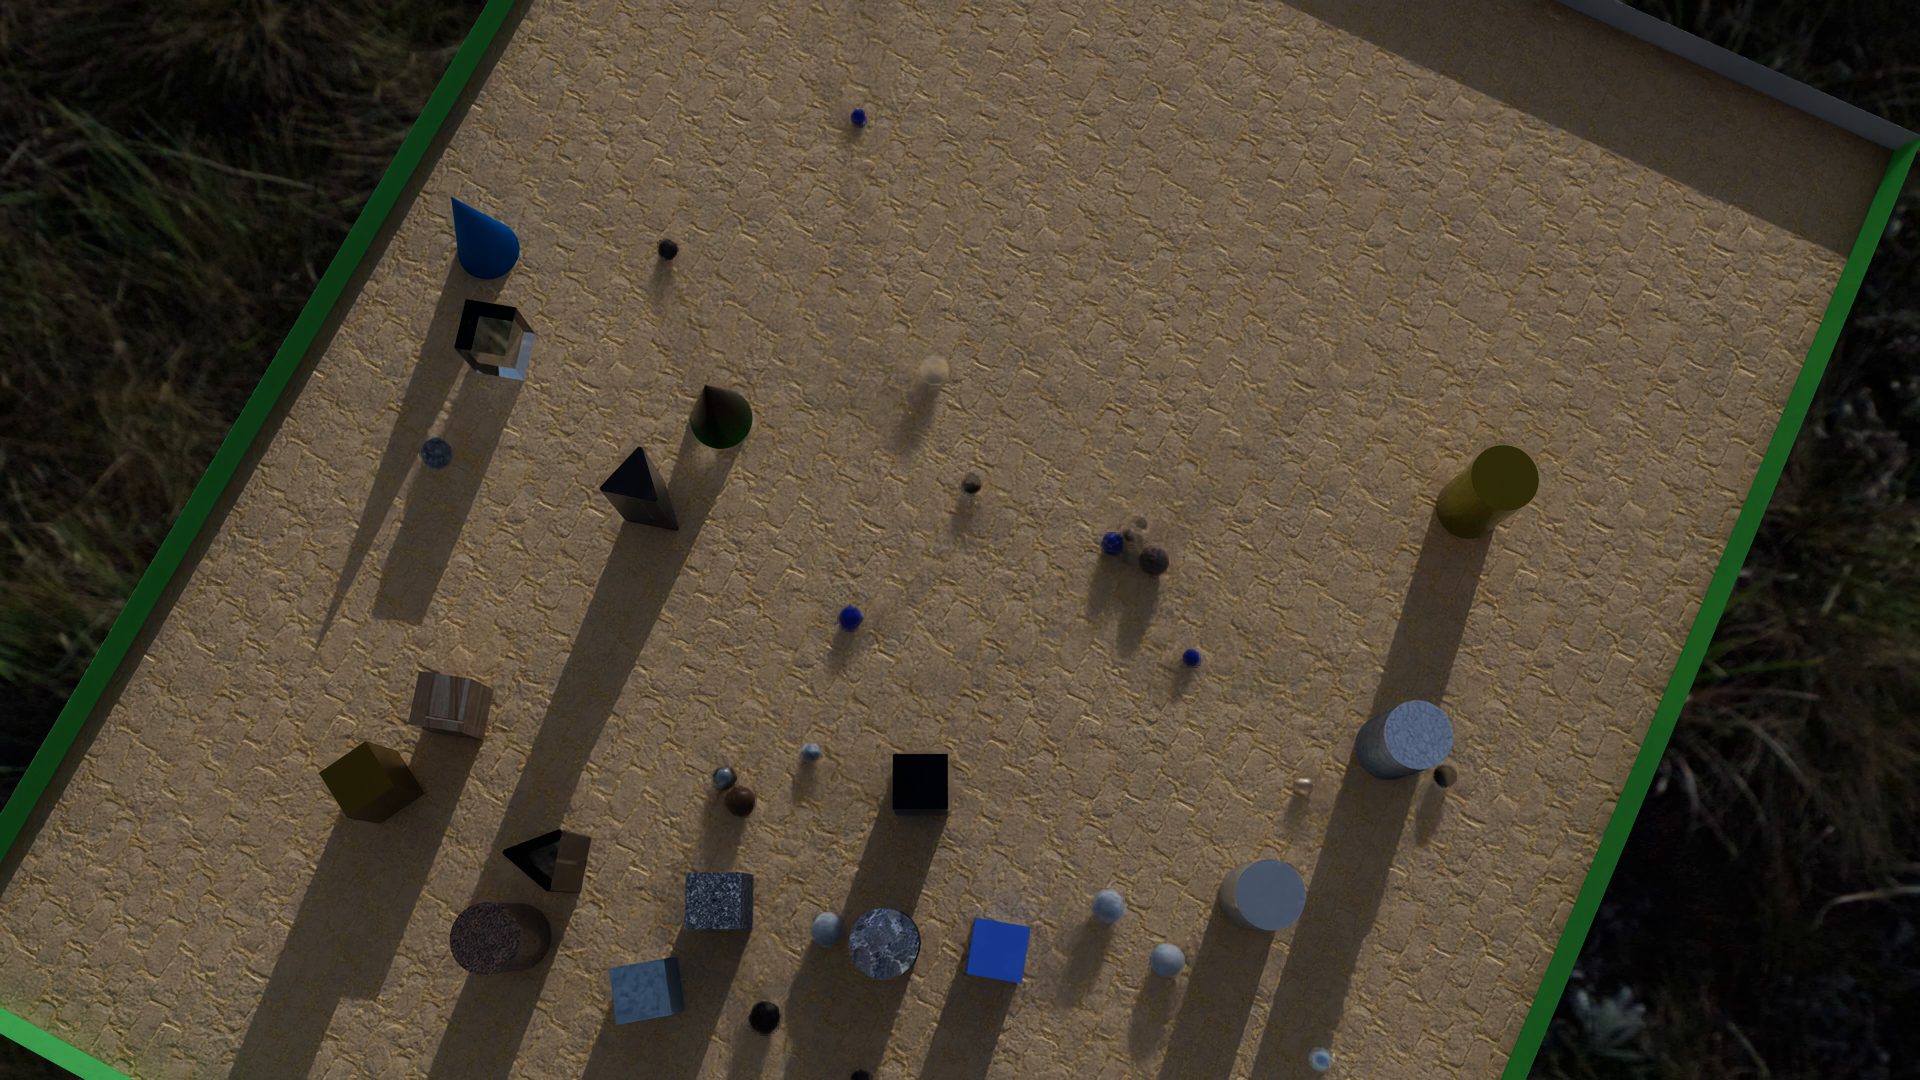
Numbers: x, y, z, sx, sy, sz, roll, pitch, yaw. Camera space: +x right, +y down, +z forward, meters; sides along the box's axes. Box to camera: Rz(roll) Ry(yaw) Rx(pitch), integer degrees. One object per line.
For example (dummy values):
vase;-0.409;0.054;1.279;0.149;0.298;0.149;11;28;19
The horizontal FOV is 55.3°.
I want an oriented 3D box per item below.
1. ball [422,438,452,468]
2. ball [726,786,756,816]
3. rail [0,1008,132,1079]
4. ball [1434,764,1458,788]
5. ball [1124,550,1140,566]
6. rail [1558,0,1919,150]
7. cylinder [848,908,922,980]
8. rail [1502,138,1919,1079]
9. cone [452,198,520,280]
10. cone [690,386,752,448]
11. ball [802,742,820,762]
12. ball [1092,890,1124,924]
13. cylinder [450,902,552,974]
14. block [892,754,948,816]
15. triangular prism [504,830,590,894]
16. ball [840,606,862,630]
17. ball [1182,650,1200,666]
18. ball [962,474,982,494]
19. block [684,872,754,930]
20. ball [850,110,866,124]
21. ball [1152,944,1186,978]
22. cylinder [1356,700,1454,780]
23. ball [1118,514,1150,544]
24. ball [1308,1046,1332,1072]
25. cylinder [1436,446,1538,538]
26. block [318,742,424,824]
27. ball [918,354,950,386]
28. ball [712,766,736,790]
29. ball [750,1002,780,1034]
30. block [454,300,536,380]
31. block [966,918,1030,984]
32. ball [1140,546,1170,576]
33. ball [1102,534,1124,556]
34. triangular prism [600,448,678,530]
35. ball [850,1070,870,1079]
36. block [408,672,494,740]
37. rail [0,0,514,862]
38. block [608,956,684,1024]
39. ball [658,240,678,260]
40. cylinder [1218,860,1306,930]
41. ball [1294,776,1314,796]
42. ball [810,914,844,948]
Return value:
ball;-1.607;-0.269;5.626;0.090;0.090;0.090;0;78;0
ball;-0.648;0.772;5.411;0.089;0.089;0.089;0;78;0
rail;-1.109;2.178;5.100;4.256;0.126;0.045;26;80;5
ball;1.439;0.702;5.436;0.068;0.068;0.068;0;78;0
ball;0.523;0.052;5.580;0.050;0.050;0.050;0;78;0
rail;1.109;-2.165;5.999;4.256;0.126;0.045;26;80;5
cylinder;-0.211;1.148;5.224;0.194;0.303;0.194;0;78;0
rail;1.882;0.928;5.359;0.045;0.126;5.006;26;80;5
cone;-1.493;-0.963;5.591;0.194;0.440;0.194;0;78;0
cone;-0.741;-0.414;5.514;0.194;0.368;0.194;0;78;0
ball;-0.443;0.633;5.456;0.058;0.058;0.058;0;78;0
ball;0.431;1.068;5.346;0.096;0.096;0.096;0;78;0
cylinder;-1.296;1.126;5.188;0.194;0.384;0.194;0;78;0
block;-0.112;0.712;5.318;0.155;0.297;0.155;0;78;0
triangular prism;-1.142;0.893;5.222;0.168;0.411;0.145;39;81;7
ball;-0.330;0.235;5.532;0.070;0.070;0.070;0;78;0
ball;0.696;0.354;5.517;0.052;0.052;0.052;0;78;0
ball;0.036;-0.173;5.622;0.058;0.058;0.058;0;78;0
block;-0.687;1.035;5.250;0.155;0.298;0.155;0;78;0
ball;-0.326;-1.356;5.872;0.049;0.049;0.049;0;78;0
ball;0.604;1.219;5.315;0.097;0.097;0.097;0;78;0
cylinder;1.280;0.583;5.302;0.194;0.380;0.194;0;78;0
ball;0.529;-0.035;5.574;0.094;0.094;0.094;0;78;0
ball;1.035;1.494;5.273;0.068;0.068;0.068;0;78;0
cylinder;1.561;-0.138;5.443;0.194;0.397;0.194;0;78;0
block;-1.702;0.706;5.316;0.155;0.302;0.155;-35;80;-7
ball;-0.080;-0.526;5.676;0.096;0.096;0.096;0;78;0
ball;-0.698;0.705;5.435;0.071;0.071;0.071;0;78;0
ball;-0.563;1.377;5.286;0.089;0.089;0.089;0;78;0
block;-1.422;-0.611;5.614;0.155;0.253;0.155;10;78;2
block;0.107;1.170;5.233;0.155;0.276;0.155;9;78;2
ball;0.589;0.062;5.556;0.093;0.093;0.093;0;78;0
ball;0.464;0.014;5.579;0.069;0.069;0.069;0;78;0
triangular prism;-0.932;-0.158;5.443;0.168;0.403;0.145;11;79;2
ball;-0.286;1.553;5.267;0.055;0.055;0.055;0;78;0
block;-1.494;0.489;5.388;0.155;0.249;0.155;8;78;2
rail;-1.882;-0.915;5.740;0.045;0.126;5.006;26;80;5
block;-0.891;1.283;5.225;0.155;0.246;0.155;-10;78;-2
ball;-0.919;-0.915;5.774;0.062;0.062;0.062;0;78;0
cylinder;0.860;1.015;5.234;0.194;0.338;0.194;0;78;0
ball;1.021;0.730;5.437;0.055;0.055;0.055;0;78;0
ball;-0.386;1.135;5.333;0.096;0.096;0.096;0;78;0
